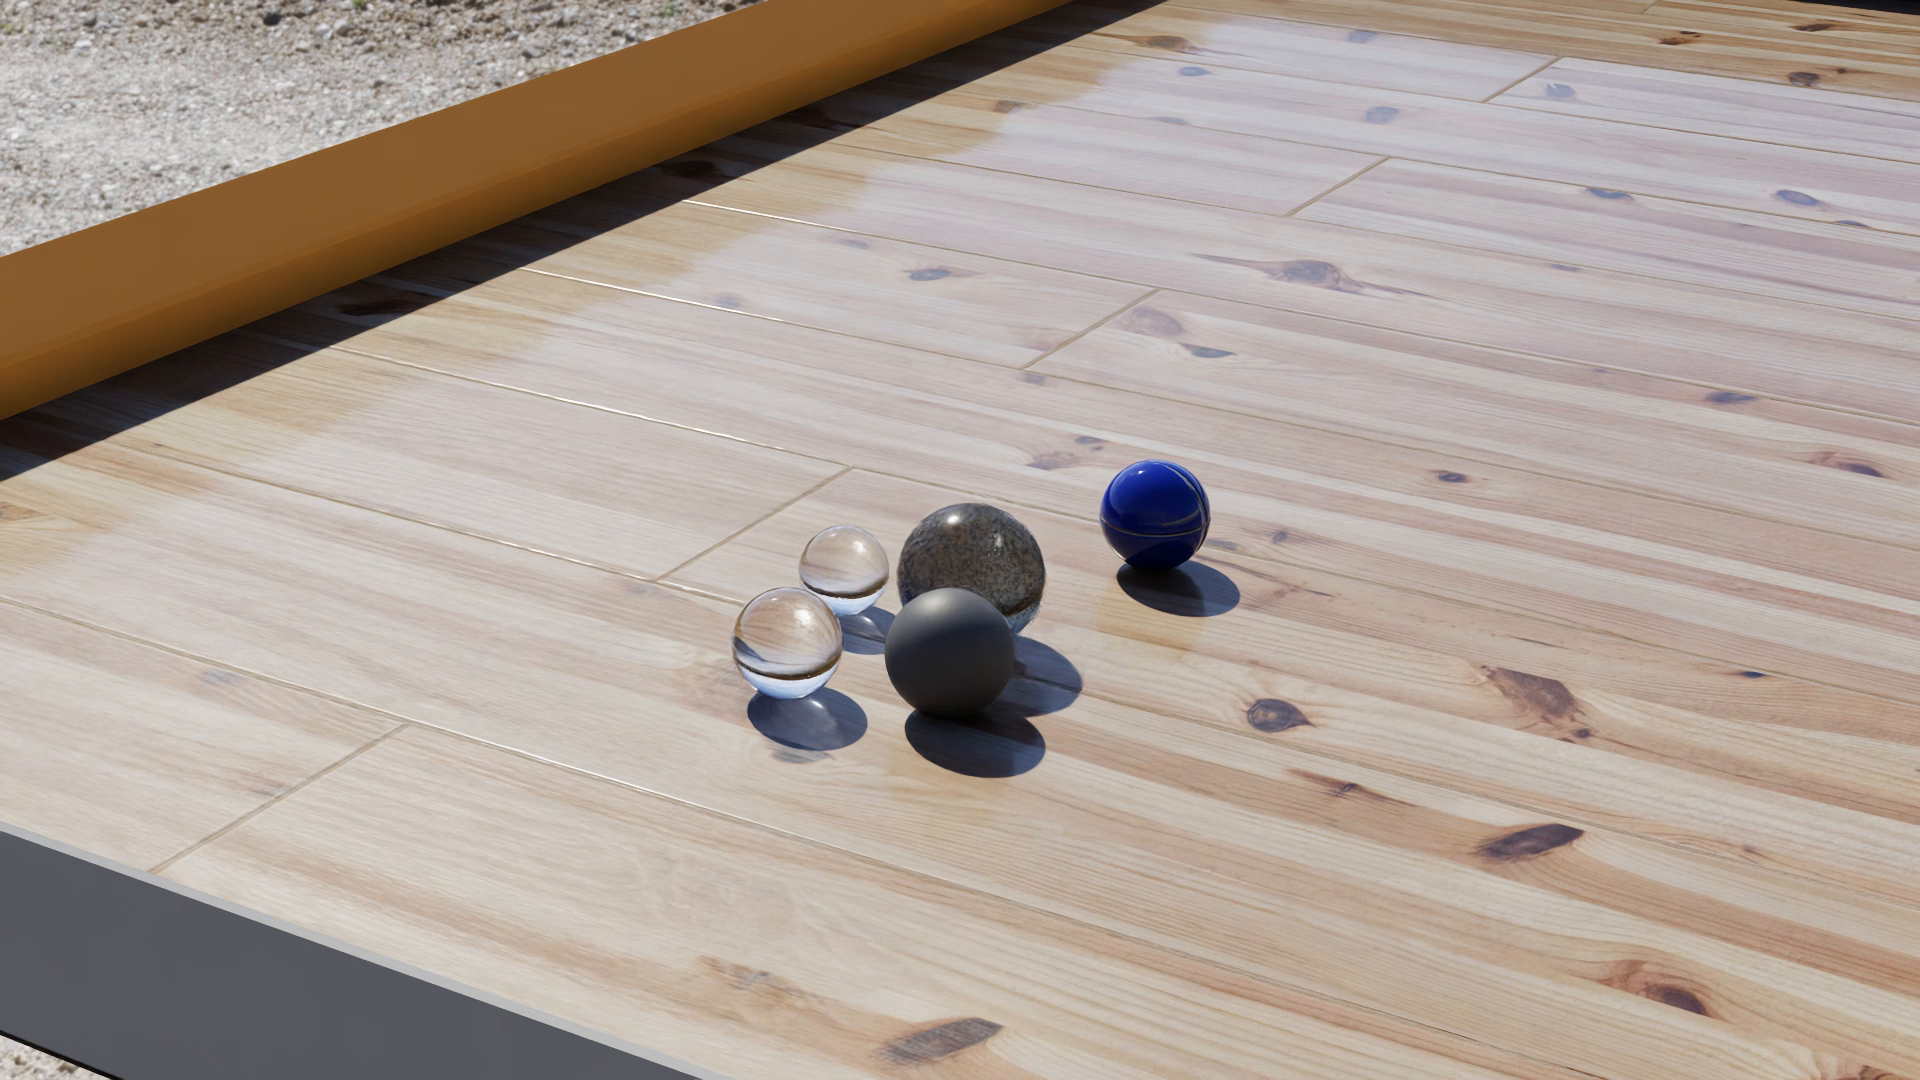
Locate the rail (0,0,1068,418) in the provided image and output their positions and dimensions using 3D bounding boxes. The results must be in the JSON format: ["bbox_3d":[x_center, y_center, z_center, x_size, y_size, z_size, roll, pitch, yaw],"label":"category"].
[{"bbox_3d":[-0.304,-0.423,2.904,0.045,0.125,2.877,13,26,28],"label":"rail"}]

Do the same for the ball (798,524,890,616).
[{"bbox_3d":[-0.077,0.020,1.945,0.061,0.061,0.061,0,23,0],"label":"ball"}]

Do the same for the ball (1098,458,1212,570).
[{"bbox_3d":[0.133,-0.017,2.012,0.077,0.077,0.077,0,23,0],"label":"ball"}]

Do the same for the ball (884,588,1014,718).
[{"bbox_3d":[-0.006,0.069,1.804,0.080,0.080,0.080,0,23,0],"label":"ball"}]

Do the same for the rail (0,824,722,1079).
[{"bbox_3d":[-0.359,0.210,1.413,1.625,0.125,0.045,13,26,28],"label":"rail"}]

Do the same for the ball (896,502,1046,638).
[{"bbox_3d":[0.007,0.024,1.891,0.096,0.096,0.096,0,23,0],"label":"ball"}]

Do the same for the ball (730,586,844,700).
[{"bbox_3d":[-0.108,0.064,1.828,0.071,0.071,0.071,0,23,0],"label":"ball"}]
